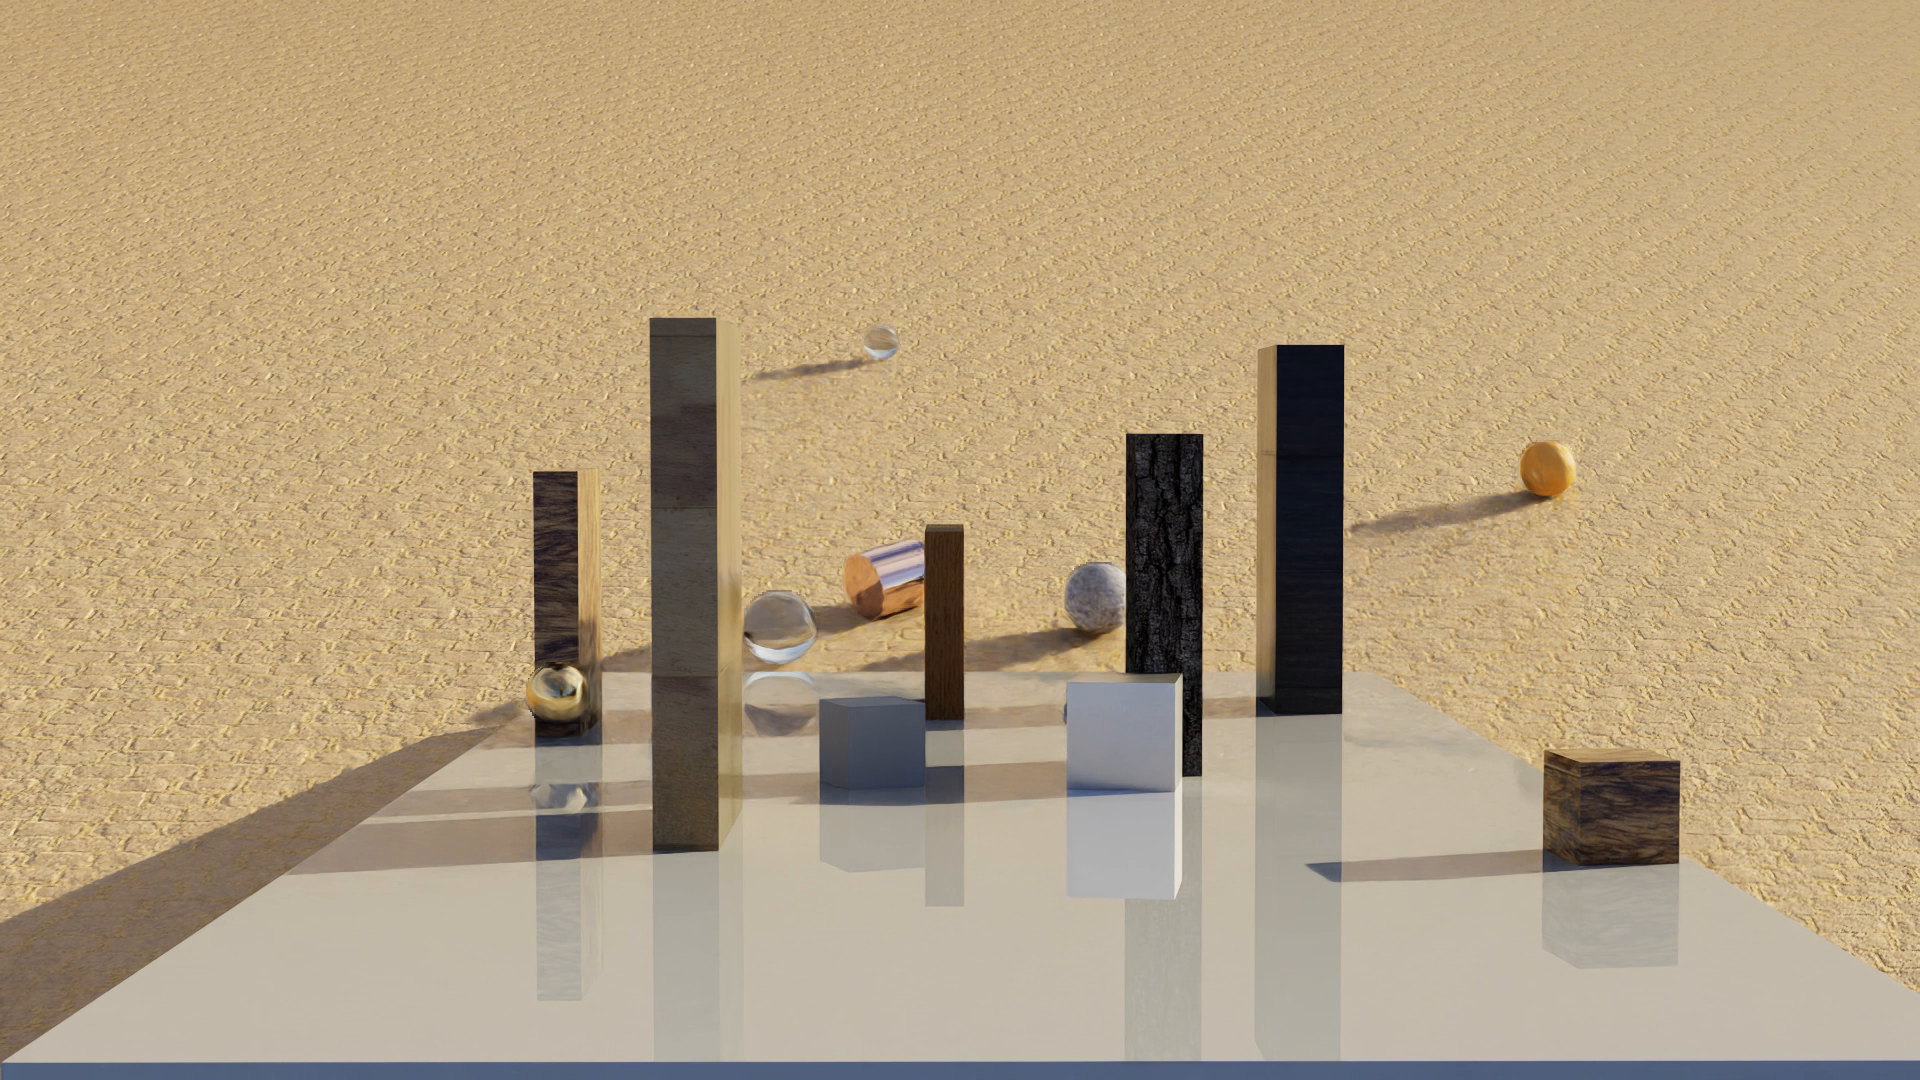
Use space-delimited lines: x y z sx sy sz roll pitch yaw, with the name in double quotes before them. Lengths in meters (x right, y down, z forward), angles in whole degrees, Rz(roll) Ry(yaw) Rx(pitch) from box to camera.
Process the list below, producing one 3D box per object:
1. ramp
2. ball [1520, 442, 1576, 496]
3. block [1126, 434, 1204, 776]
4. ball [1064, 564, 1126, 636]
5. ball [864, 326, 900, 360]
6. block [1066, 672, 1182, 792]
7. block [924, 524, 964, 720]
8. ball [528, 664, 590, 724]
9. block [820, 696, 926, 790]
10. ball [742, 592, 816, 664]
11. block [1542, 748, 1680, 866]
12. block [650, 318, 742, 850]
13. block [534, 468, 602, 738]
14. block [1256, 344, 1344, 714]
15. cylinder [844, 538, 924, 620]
"ramp" 0.052 0.475 4.536 2.000 0.100 4.000 0 3 0
"ball" 1.800 -0.218 7.879 0.170 0.170 0.170 0 23 0
"block" 0.372 0.111 4.709 0.121 0.611 0.257 0 3 0
"ball" 0.376 0.160 6.944 0.195 0.195 0.195 0 23 0
"ball" -0.276 -0.695 9.078 0.122 0.122 0.122 0 23 0
"block" 0.289 0.333 4.500 0.186 0.186 0.186 0 3 9
"block" -0.034 0.173 5.679 0.084 0.401 0.421 0 3 0
"ball" -0.797 0.305 5.109 0.120 0.120 0.120 0 23 0
"block" -0.154 0.354 4.513 0.143 0.143 0.143 -1 3 -24
"ball" -0.474 0.232 6.773 0.194 0.194 0.194 0 23 0
"block" 0.945 0.386 3.738 0.148 0.148 0.148 0 3 -8
"block" -0.405 0.057 3.986 0.097 0.784 0.425 0 3 0
"block" -0.810 0.122 5.327 0.089 0.535 0.331 0 3 0
"block" 0.756 -0.030 5.744 0.146 0.800 0.354 0 3 0
"cylinder" -0.190 0.107 7.084 0.184 0.184 0.184 -17 28 -34
